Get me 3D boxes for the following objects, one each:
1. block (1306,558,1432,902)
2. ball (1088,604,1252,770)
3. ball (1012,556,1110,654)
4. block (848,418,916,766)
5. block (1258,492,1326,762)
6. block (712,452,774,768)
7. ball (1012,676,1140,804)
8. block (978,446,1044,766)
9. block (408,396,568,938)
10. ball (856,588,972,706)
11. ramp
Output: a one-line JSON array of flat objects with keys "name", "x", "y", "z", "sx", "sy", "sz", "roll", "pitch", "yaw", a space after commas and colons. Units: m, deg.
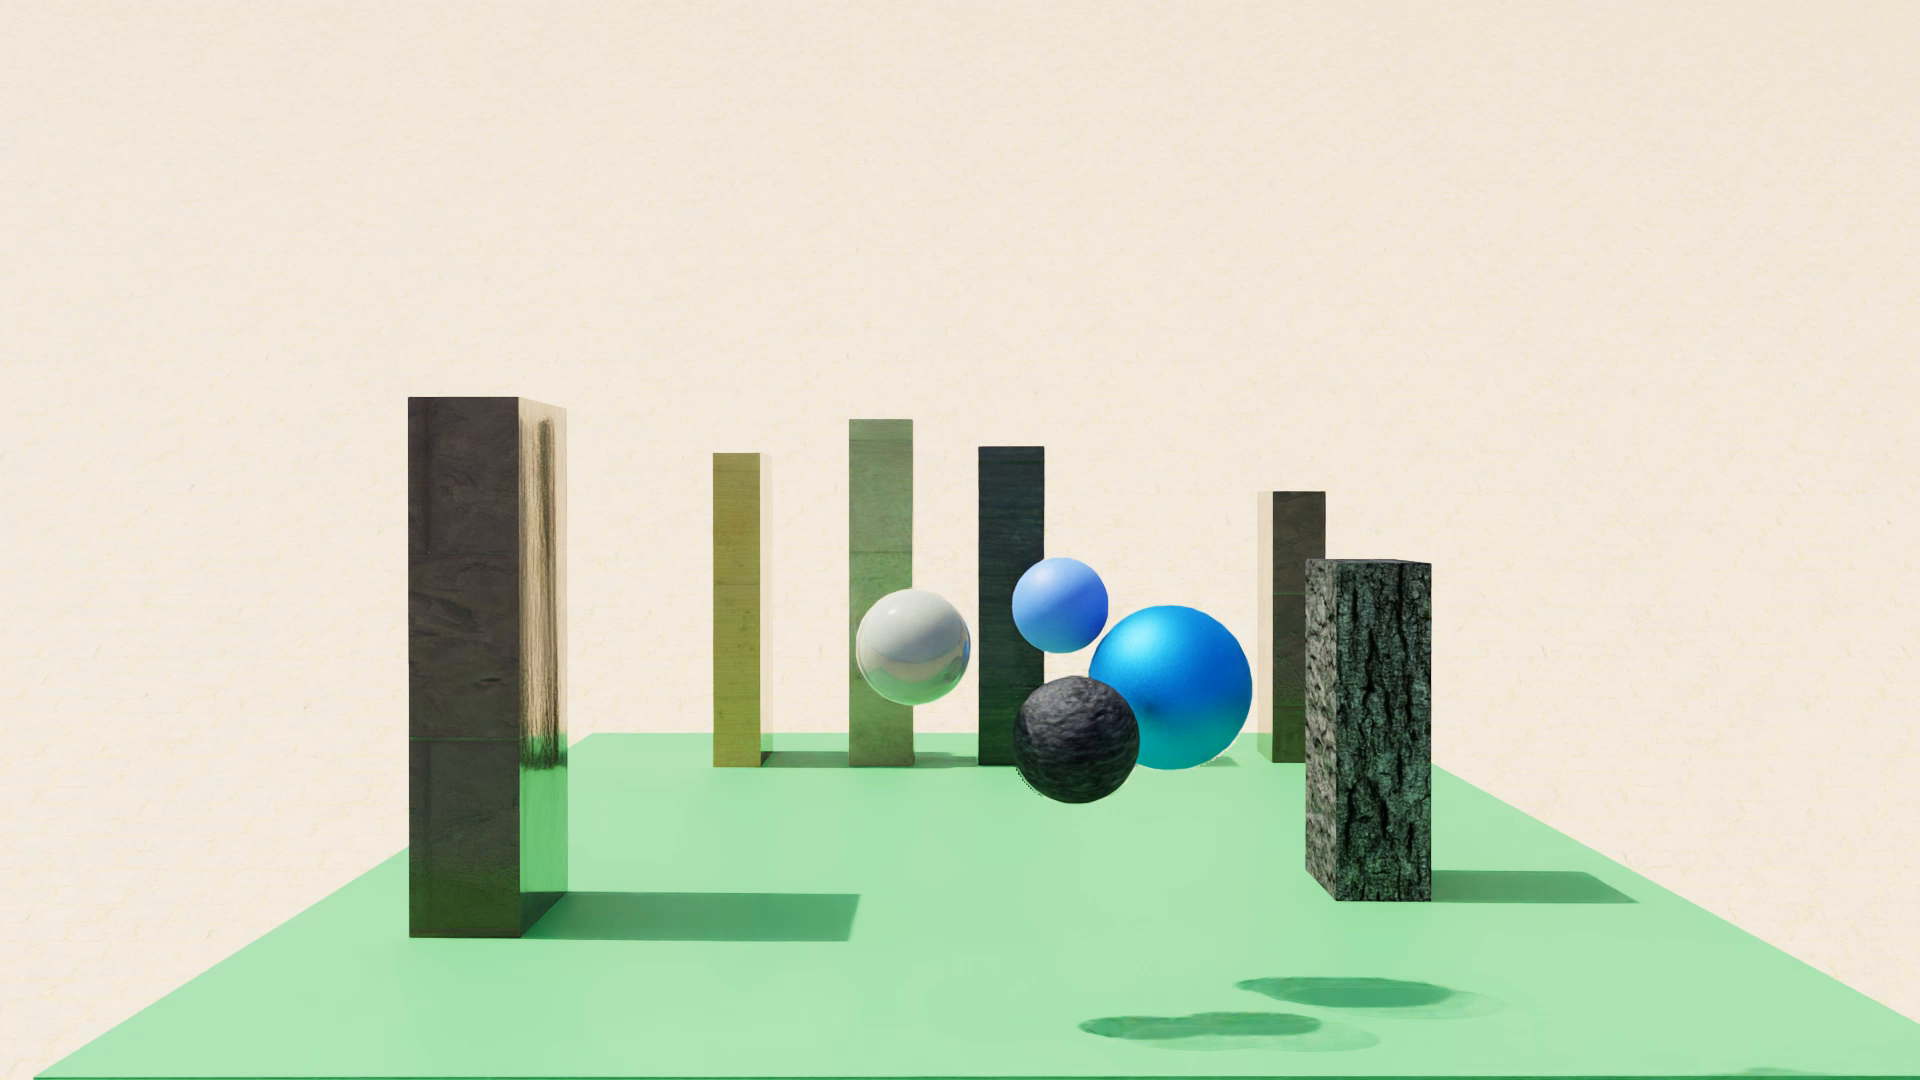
[{"name": "block", "x": 0.617, "y": 0.278, "z": 3.927, "sx": 0.139, "sy": 0.493, "sz": 0.332, "roll": 0, "pitch": 1, "yaw": 0}, {"name": "ball", "x": 0.249, "y": 0.175, "z": 3.071, "sx": 0.197, "sy": 0.197, "sz": 0.197, "roll": 0, "pitch": 28, "yaw": 0}, {"name": "ball", "x": 0.121, "y": 0.079, "z": 3.110, "sx": 0.117, "sy": 0.117, "sz": 0.117, "roll": 0, "pitch": 28, "yaw": 0}, {"name": "block", "x": -0.175, "y": 0.116, "z": 5.861, "sx": 0.143, "sy": 0.772, "sz": 0.246, "roll": 0, "pitch": 1, "yaw": 0}, {"name": "block", "x": 0.762, "y": 0.194, "z": 5.954, "sx": 0.120, "sy": 0.612, "sz": 0.290, "roll": 0, "pitch": 1, "yaw": 0}, {"name": "block", "x": -0.494, "y": 0.153, "z": 5.909, "sx": 0.105, "sy": 0.697, "sz": 0.385, "roll": 0, "pitch": 1, "yaw": 0}, {"name": "ball", "x": 0.129, "y": 0.223, "z": 2.884, "sx": 0.143, "sy": 0.143, "sz": 0.143, "roll": 0, "pitch": 28, "yaw": 0}, {"name": "block", "x": 0.115, "y": 0.145, "z": 5.876, "sx": 0.148, "sy": 0.712, "sz": 0.241, "roll": 0, "pitch": 1, "yaw": 0}, {"name": "block", "x": -0.662, "y": 0.167, "z": 3.656, "sx": 0.148, "sy": 0.722, "sz": 0.423, "roll": 0, "pitch": 1, "yaw": 0}, {"name": "ball", "x": -0.052, "y": 0.119, "z": 2.865, "sx": 0.129, "sy": 0.129, "sz": 0.129, "roll": 0, "pitch": 28, "yaw": 0}, {"name": "ramp", "x": 0.063, "y": 0.567, "z": 4.607, "sx": 2.000, "sy": 0.100, "sz": 4.000, "roll": 0, "pitch": 1, "yaw": 0}]
